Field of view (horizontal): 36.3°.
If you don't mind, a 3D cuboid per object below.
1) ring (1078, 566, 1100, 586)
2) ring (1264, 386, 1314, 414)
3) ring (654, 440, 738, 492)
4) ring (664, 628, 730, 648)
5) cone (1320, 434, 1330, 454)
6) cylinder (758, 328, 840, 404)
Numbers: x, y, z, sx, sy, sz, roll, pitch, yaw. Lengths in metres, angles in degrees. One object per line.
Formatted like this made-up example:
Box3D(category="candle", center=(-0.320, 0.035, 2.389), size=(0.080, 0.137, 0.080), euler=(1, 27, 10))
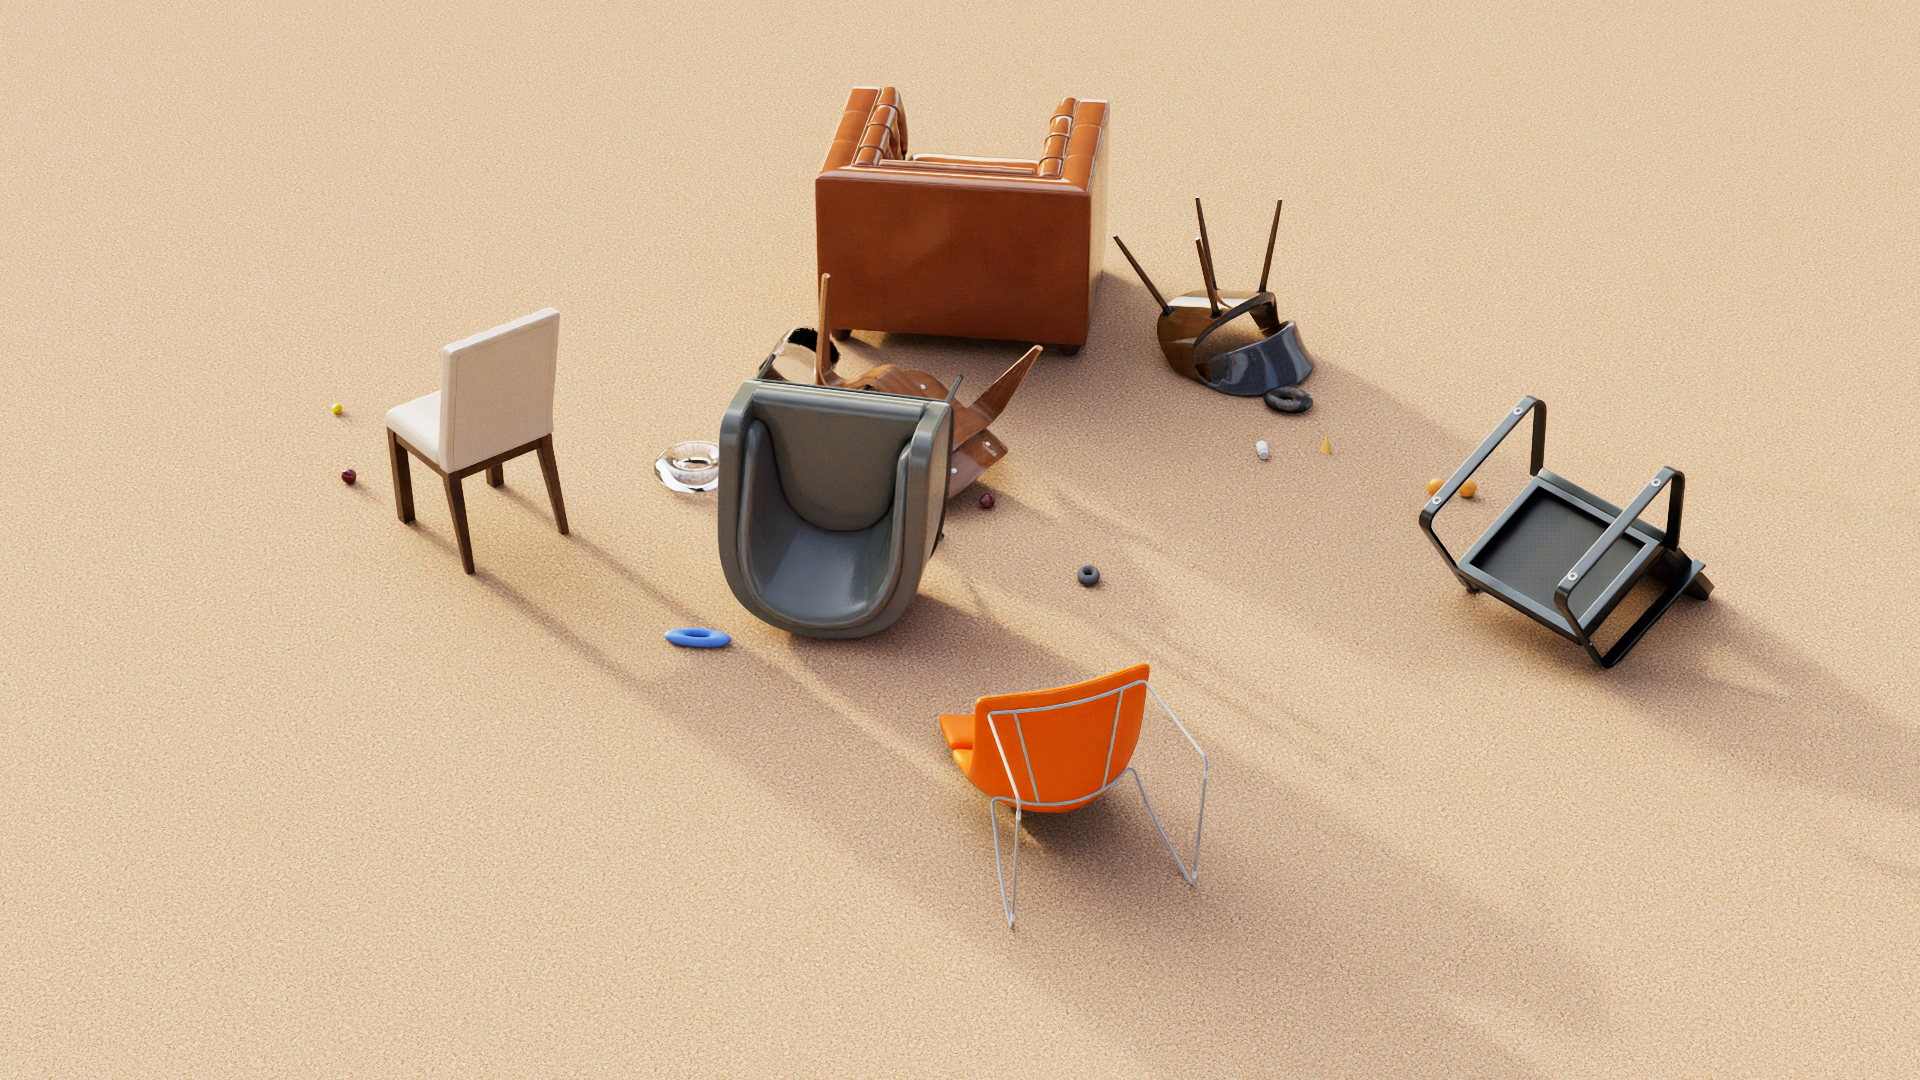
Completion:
Box3D(category="ring", center=(0.470, 0.129, 10.715), size=(0.083, 0.037, 0.107), euler=(0, 33, 2))
Box3D(category="ring", center=(1.316, -0.562, 11.749), size=(0.200, 0.053, 0.171), euler=(10, 34, 13))
Box3D(category="ring", center=(-1.019, -0.284, 11.301), size=(0.328, 0.084, 0.324), euler=(-10, 34, -17))
Box3D(category="ring", center=(-0.929, 0.346, 10.385), size=(0.242, 0.039, 0.086), euler=(4, 33, 7))
Box3D(category="cone", center=(1.432, -0.384, 11.455), size=(0.037, 0.080, 0.063), euler=(-7, 34, -10))
Box3D(category="cylinder", center=(-0.648, -0.703, 11.823), size=(0.258, 0.206, 0.247), euler=(17, 36, 9))
